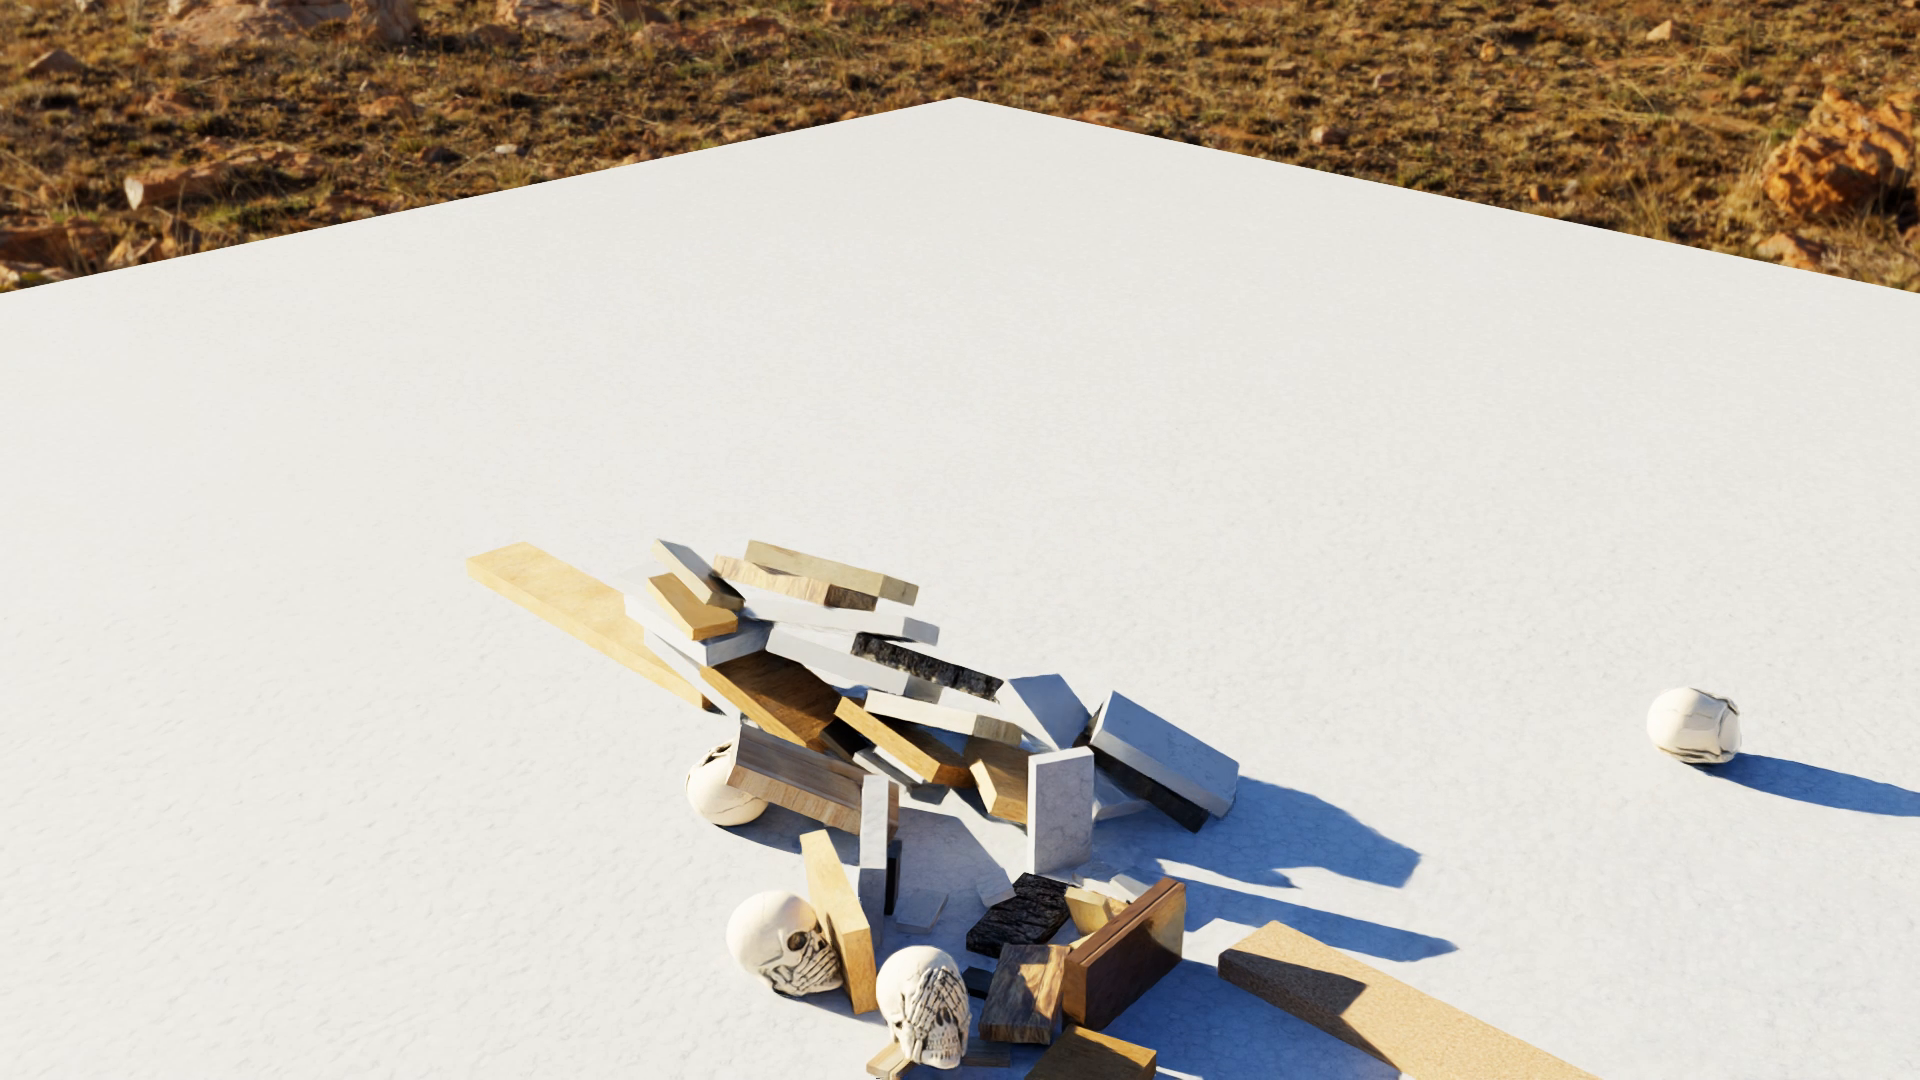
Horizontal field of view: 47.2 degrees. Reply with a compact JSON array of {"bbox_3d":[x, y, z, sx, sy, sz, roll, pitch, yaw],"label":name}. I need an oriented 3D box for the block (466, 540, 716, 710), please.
[{"bbox_3d":[-0.844,0.190,5.252,0.171,0.048,0.994,-20,30,-38],"label":"block"}]

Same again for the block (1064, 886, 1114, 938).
[{"bbox_3d":[0.242,0.682,3.972,0.075,0.149,0.021,12,55,26],"label":"block"}]

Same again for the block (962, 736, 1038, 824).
[{"bbox_3d":[0.109,0.491,4.446,0.153,0.043,0.305,17,14,-15],"label":"block"}]

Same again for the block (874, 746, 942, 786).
[{"bbox_3d":[-0.105,0.464,4.530,0.139,0.020,0.069,31,8,35],"label":"block"}]

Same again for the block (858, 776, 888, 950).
[{"bbox_3d":[-0.164,0.600,4.126,0.048,0.170,0.340,2,23,-2],"label":"block"}]

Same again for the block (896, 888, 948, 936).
[{"bbox_3d":[-0.070,0.693,4.104,0.063,0.018,0.125,7,24,16],"label":"block"}]

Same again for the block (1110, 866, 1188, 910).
[{"bbox_3d":[0.355,0.667,4.130,0.136,0.019,0.068,33,38,33],"label":"block"}]

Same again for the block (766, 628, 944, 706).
[{"bbox_3d":[-0.226,0.274,4.701,0.347,0.049,0.173,17,-4,26],"label":"block"}]

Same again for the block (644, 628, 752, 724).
[{"bbox_3d":[-0.530,0.274,4.911,0.175,0.049,0.349,-21,43,-39],"label":"block"}]

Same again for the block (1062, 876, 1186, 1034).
[{"bbox_3d":[0.288,0.731,3.832,0.045,0.160,0.320,17,28,33],"label":"block"}]

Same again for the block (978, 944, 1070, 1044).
[{"bbox_3d":[0.115,0.783,3.810,0.121,0.034,0.241,0,23,12],"label":"block"}]

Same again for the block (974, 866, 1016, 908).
[{"bbox_3d":[0.065,0.653,4.138,0.063,0.018,0.125,-21,11,-3],"label":"block"}]

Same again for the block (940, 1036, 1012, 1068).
[{"bbox_3d":[0.026,0.862,3.706,0.120,0.017,0.060,1,23,3],"label":"block"}]

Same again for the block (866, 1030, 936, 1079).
[{"bbox_3d":[-0.098,0.866,3.691,0.060,0.017,0.120,11,24,32],"label":"block"}]

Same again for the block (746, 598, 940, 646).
[{"bbox_3d":[-0.252,0.175,4.703,0.394,0.043,0.151,6,-8,29],"label":"block"}]

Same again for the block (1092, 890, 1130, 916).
[{"bbox_3d":[0.284,0.697,4.094,0.136,0.019,0.068,16,28,33],"label":"block"}]

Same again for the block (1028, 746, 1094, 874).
[{"bbox_3d":[0.193,0.520,4.227,0.121,0.241,0.034,-8,25,-19],"label":"block"}]

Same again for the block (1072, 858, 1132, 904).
[{"bbox_3d":[0.286,0.653,4.196,0.136,0.019,0.068,21,31,40],"label":"block"}]

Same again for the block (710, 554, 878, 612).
[{"bbox_3d":[-0.364,0.101,4.807,0.341,0.048,0.171,13,-3,38],"label":"block"}]

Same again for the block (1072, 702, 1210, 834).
[{"bbox_3d":[0.383,0.457,4.446,0.302,0.043,0.151,35,30,6],"label":"block"}]

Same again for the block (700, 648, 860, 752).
[{"bbox_3d":[-0.384,0.337,4.758,0.175,0.049,0.349,-21,44,-40],"label":"block"}]

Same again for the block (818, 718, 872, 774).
[{"bbox_3d":[-0.226,0.436,4.613,0.139,0.020,0.069,42,34,7],"label":"block"}]

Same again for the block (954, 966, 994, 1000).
[{"bbox_3d":[0.058,0.789,3.880,0.120,0.017,0.060,11,25,23],"label":"block"}]

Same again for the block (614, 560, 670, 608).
[{"bbox_3d":[-0.668,0.107,4.978,0.222,0.031,0.111,19,30,39],"label":"block"}]

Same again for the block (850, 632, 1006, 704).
[{"bbox_3d":[-0.042,0.279,4.645,0.346,0.049,0.173,17,-4,21],"label":"block"}]

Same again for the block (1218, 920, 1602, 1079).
[{"bbox_3d":[0.775,0.837,3.731,0.160,0.045,0.732,-21,31,-41],"label":"block"}]

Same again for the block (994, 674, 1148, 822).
[{"bbox_3d":[0.231,0.417,4.461,0.170,0.048,0.340,-2,46,-49],"label":"block"}]

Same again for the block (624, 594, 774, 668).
[{"bbox_3d":[-0.585,0.178,4.912,0.175,0.049,0.349,-17,28,-34],"label":"block"}]

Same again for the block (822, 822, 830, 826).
[{"bbox_3d":[-0.229,0.556,4.433,0.098,0.014,0.049,-4,23,-10],"label":"block"}]

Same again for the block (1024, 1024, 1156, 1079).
[{"bbox_3d":[0.179,0.909,3.561,0.160,0.045,0.320,12,26,26],"label":"block"}]

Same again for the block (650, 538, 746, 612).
[{"bbox_3d":[-0.579,0.078,4.848,0.222,0.031,0.111,40,13,35],"label":"block"}]

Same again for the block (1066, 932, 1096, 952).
[{"bbox_3d":[0.242,0.715,3.930,0.075,0.021,0.149,-15,-14,-30],"label":"block"}]

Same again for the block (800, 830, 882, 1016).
[{"bbox_3d":[-0.216,0.679,3.937,0.048,0.170,0.340,-12,25,-12],"label":"block"}]

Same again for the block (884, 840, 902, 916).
[{"bbox_3d":[-0.126,0.631,4.112,0.018,0.125,0.063,7,24,4],"label":"block"}]

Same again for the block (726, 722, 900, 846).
[{"bbox_3d":[-0.290,0.486,4.373,0.347,0.049,0.173,23,21,-10],"label":"block"}]

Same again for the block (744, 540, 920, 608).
[{"bbox_3d":[-0.278,0.072,4.753,0.341,0.048,0.171,14,-3,26],"label":"block"}]

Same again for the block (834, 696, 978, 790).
[{"bbox_3d":[-0.106,0.422,4.573,0.305,0.043,0.153,31,8,38],"label":"block"}]

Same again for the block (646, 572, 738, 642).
[{"bbox_3d":[-0.589,0.141,4.836,0.111,0.031,0.222,-12,36,-32],"label":"block"}]

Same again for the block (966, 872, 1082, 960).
[{"bbox_3d":[0.120,0.700,4.068,0.121,0.034,0.241,11,26,25],"label":"block"}]

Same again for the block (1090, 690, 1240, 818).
[{"bbox_3d":[0.416,0.430,4.430,0.302,0.043,0.151,30,30,-2],"label":"block"}]

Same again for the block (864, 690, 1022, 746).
[{"bbox_3d":[-0.034,0.366,4.517,0.305,0.043,0.153,8,-7,42],"label":"block"}]

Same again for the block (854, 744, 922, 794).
[{"bbox_3d":[-0.147,0.475,4.564,0.139,0.020,0.069,31,29,26],"label":"block"}]
